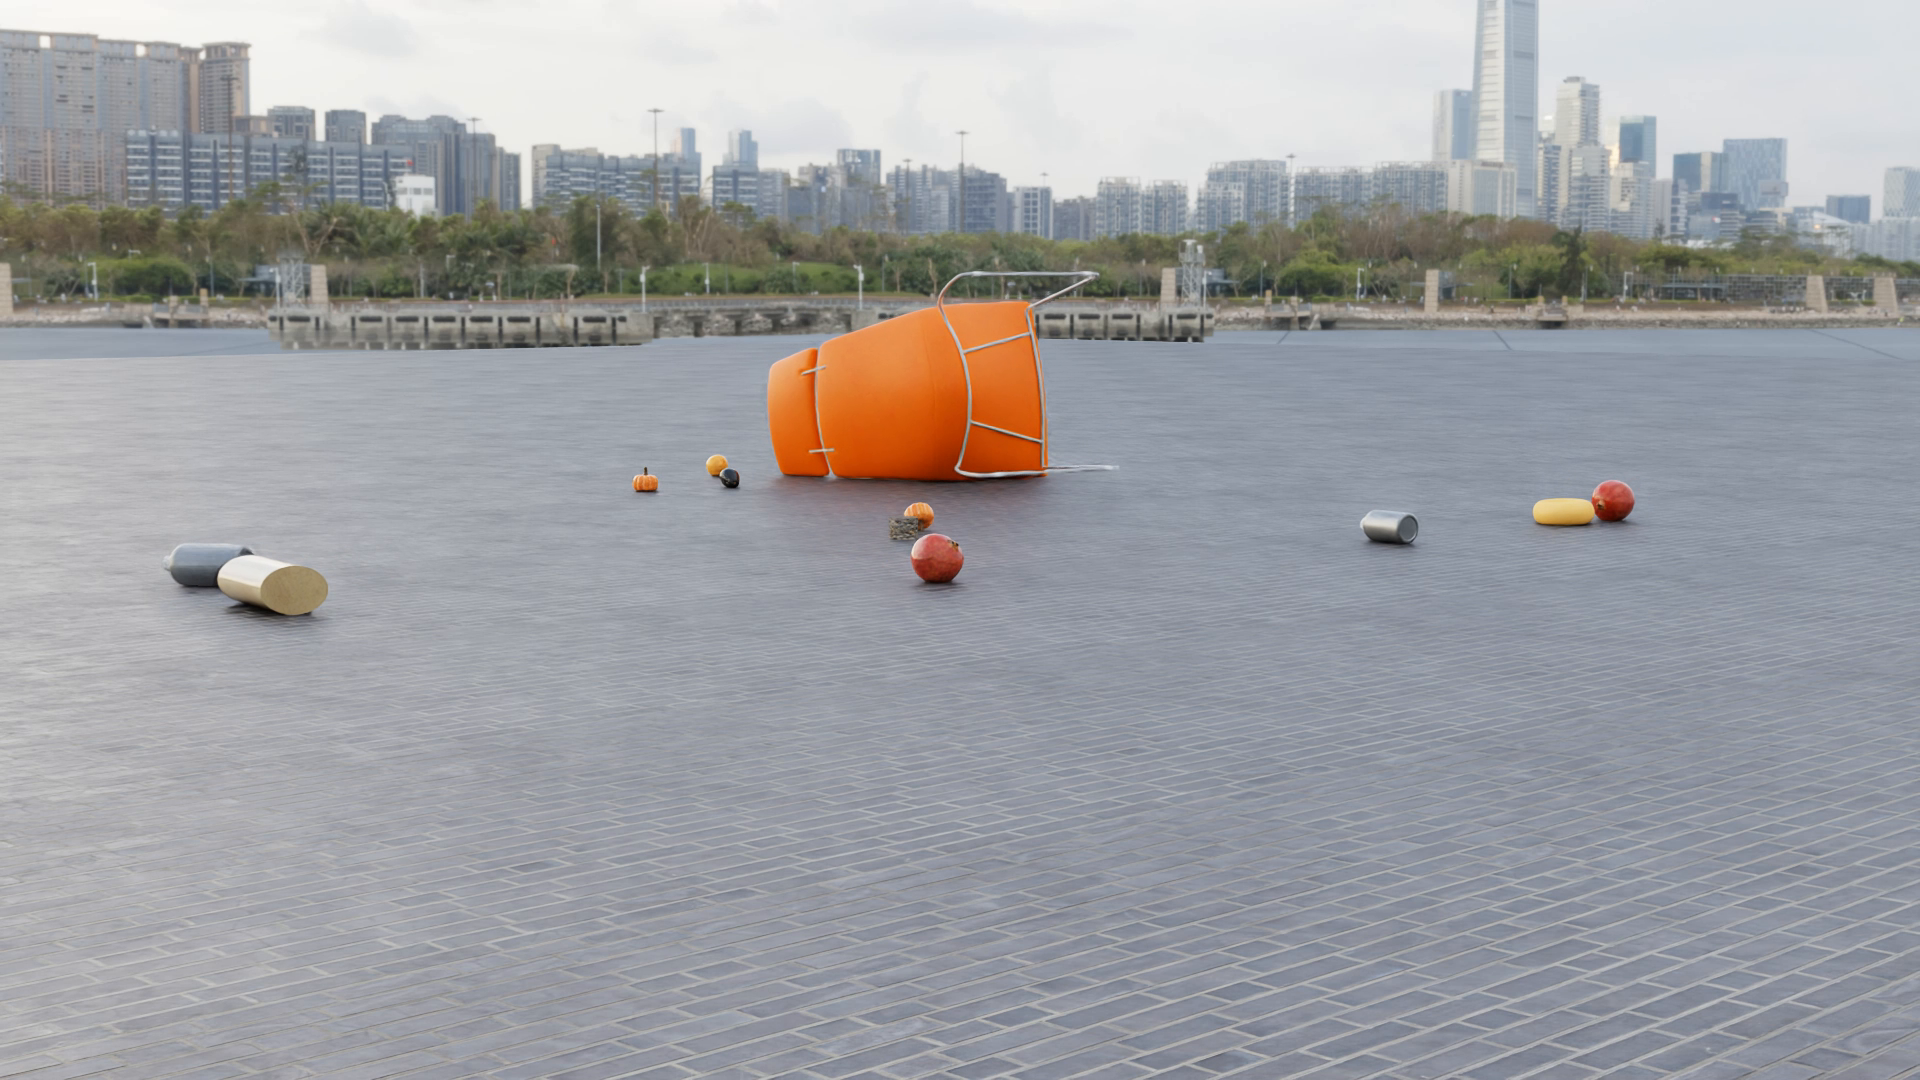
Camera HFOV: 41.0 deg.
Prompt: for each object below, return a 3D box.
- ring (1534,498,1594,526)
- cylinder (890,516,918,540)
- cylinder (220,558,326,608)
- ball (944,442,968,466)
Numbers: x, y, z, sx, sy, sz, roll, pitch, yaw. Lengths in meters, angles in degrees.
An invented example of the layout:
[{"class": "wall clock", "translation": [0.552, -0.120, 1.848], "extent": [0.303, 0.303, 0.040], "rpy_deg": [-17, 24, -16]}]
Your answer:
[{"class": "ring", "translation": [1.609, -0.075, 6.838], "extent": [0.162, 0.063, 0.160], "rpy_deg": [-6, 8, -39]}, {"class": "cylinder", "translation": [-0.142, -0.031, 6.454], "extent": [0.075, 0.052, 0.064], "rpy_deg": [2, 6, 18]}, {"class": "cylinder", "translation": [-1.363, 0.088, 5.086], "extent": [0.139, 0.096, 0.230], "rpy_deg": [8, -7, -33]}, {"class": "ball", "translation": [-0.017, -0.301, 8.929], "extent": [0.083, 0.083, 0.083], "rpy_deg": [0, 6, 0]}]
